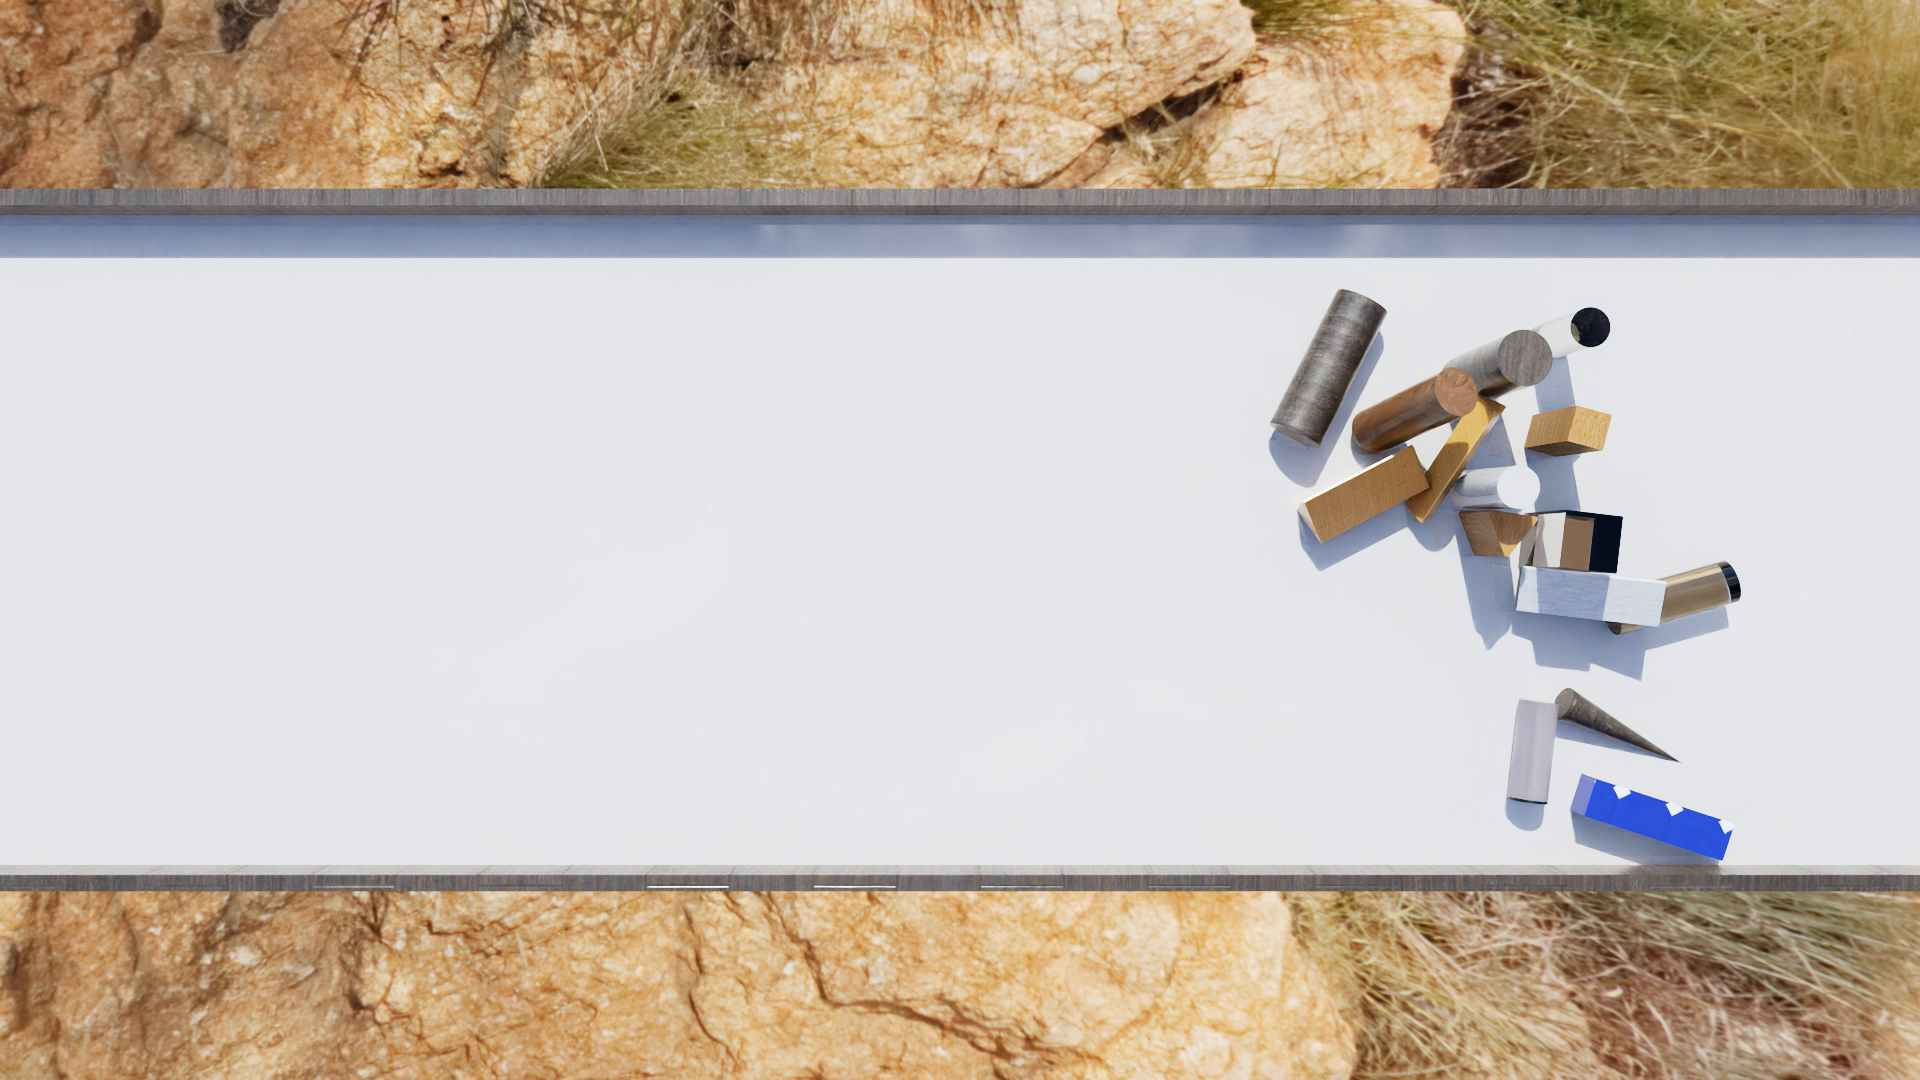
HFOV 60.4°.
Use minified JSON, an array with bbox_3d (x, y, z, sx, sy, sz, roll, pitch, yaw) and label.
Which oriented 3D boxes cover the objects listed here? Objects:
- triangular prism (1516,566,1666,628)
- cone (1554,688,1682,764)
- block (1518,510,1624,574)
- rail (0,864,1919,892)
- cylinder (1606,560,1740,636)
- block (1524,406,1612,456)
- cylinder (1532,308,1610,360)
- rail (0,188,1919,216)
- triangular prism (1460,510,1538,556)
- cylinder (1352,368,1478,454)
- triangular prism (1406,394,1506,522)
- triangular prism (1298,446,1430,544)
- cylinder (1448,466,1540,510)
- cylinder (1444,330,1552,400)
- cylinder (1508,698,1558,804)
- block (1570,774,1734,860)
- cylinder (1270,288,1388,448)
[{"bbox_3d":[1.884,0.140,4.927,0.401,0.128,0.147,7,55,17],"label":"triangular prism"},{"bbox_3d":[2.031,0.593,5.051,0.437,0.103,0.103,26,90,-7],"label":"cone"},{"bbox_3d":[1.810,0.007,4.902,0.166,0.348,0.166,7,89,0],"label":"block"},{"bbox_3d":[-2.247,1.025,5.001,12.000,0.150,0.050,0,90,0],"label":"rail"},{"bbox_3d":[2.158,0.176,5.011,0.373,0.132,0.132,-16,90,0],"label":"cylinder"},{"bbox_3d":[1.800,-0.320,4.895,0.105,0.364,0.105,15,90,0],"label":"block"},{"bbox_3d":[1.802,-0.608,4.896,0.116,0.362,0.116,0,90,0],"label":"cylinder"},{"bbox_3d":[-2.247,-1.025,5.002,12.000,0.150,0.050,0,90,0],"label":"rail"},{"bbox_3d":[1.577,-0.046,4.911,0.123,0.327,0.143,39,91,2],"label":"triangular prism"},{"bbox_3d":[1.332,-0.376,4.854,0.144,0.422,0.144,4,77,-19],"label":"cylinder"},{"bbox_3d":[1.483,-0.232,4.929,0.093,0.080,0.416,23,121,-4],"label":"triangular prism"},{"bbox_3d":[1.209,-0.162,4.978,0.368,0.130,0.150,-27,50,0],"label":"triangular prism"},{"bbox_3d":[1.564,-0.151,4.853,0.122,0.445,0.122,0,91,-1],"label":"cylinder"},{"bbox_3d":[1.572,-0.500,4.855,0.162,0.429,0.162,0,86,-5],"label":"cylinder"},{"bbox_3d":[1.744,0.641,5.018,0.117,0.117,0.306,6,90,0],"label":"cylinder"},{"bbox_3d":[2.103,0.842,5.018,0.438,0.118,0.118,18,90,0],"label":"block"},{"bbox_3d":[1.115,-0.519,4.993,0.167,0.167,0.453,27,90,0],"label":"cylinder"}]
